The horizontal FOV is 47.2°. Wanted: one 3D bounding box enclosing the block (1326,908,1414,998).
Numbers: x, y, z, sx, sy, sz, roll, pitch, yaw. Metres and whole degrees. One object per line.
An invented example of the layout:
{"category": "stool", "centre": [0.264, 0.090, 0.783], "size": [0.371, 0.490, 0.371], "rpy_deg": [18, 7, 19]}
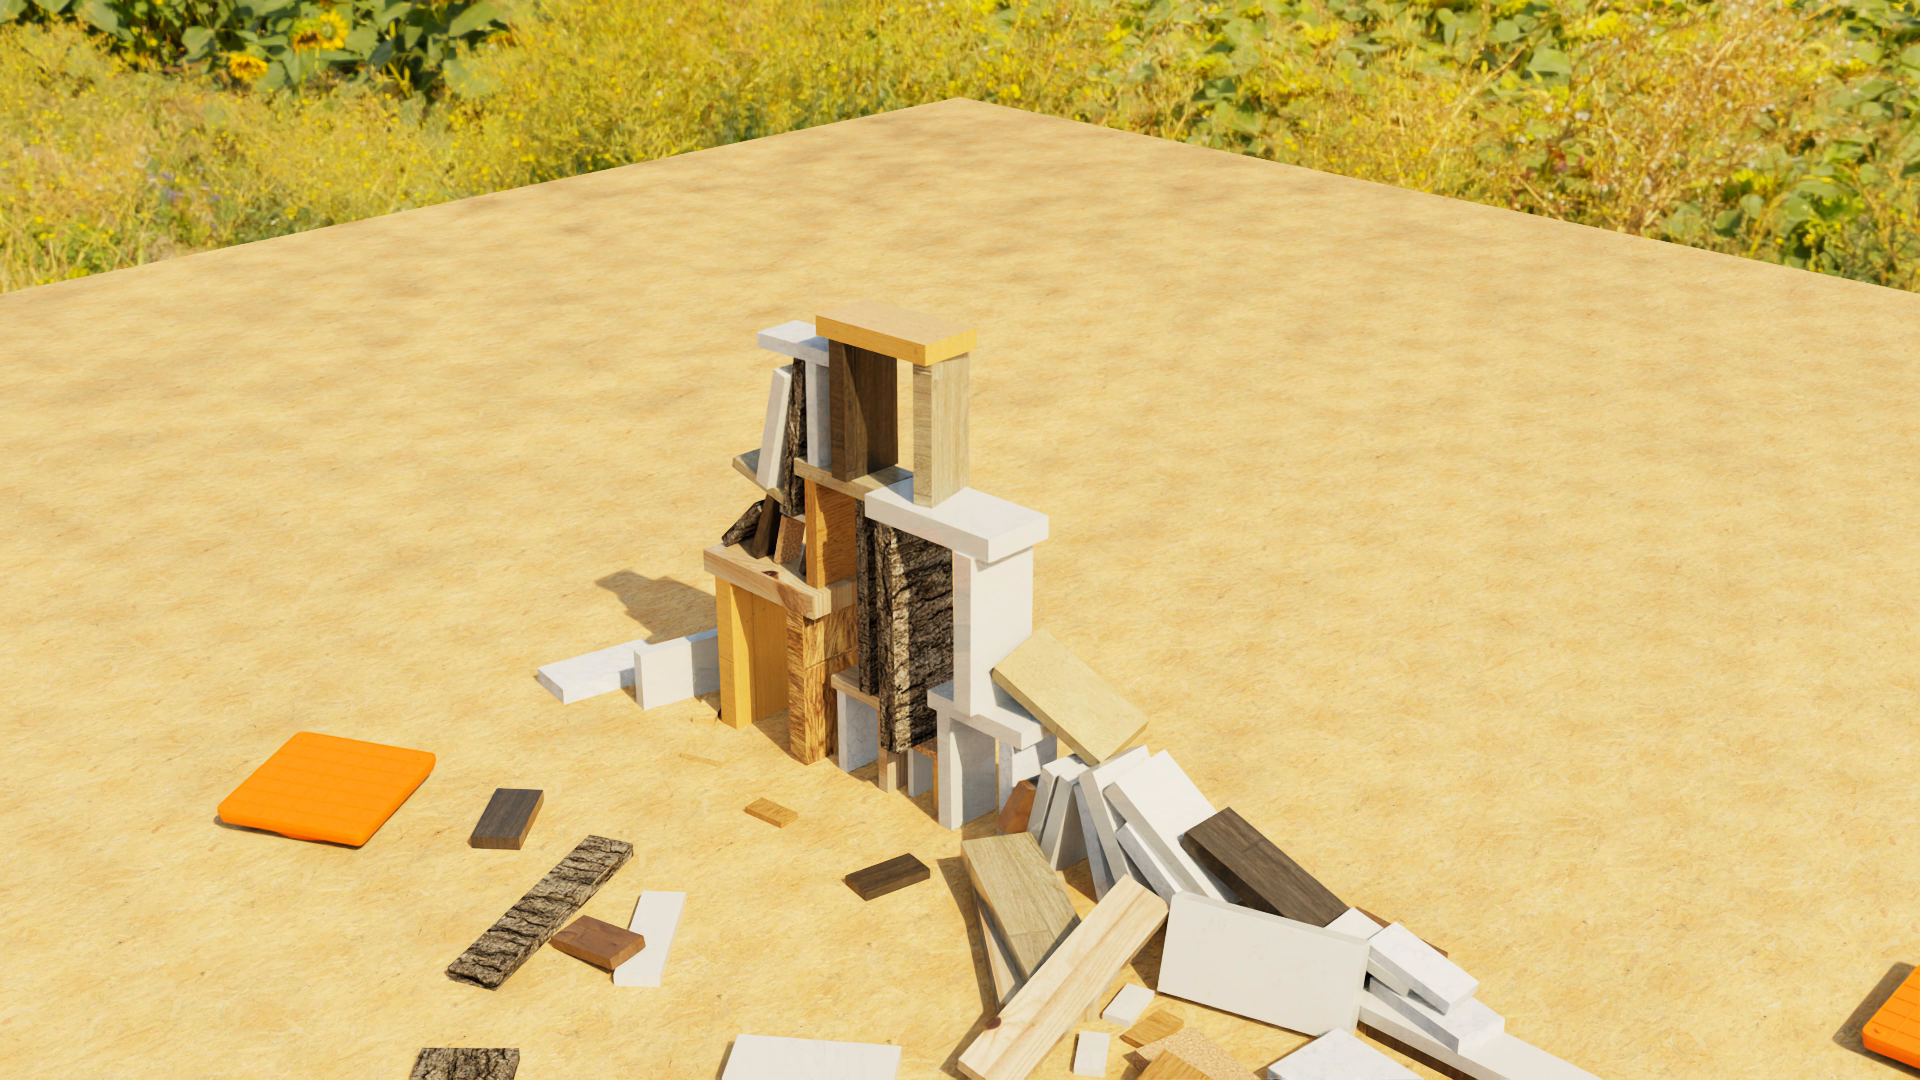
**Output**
{"category": "block", "centre": [0.721, 0.709, 3.786], "size": [0.178, 0.025, 0.089], "rpy_deg": [33, 38, 31]}

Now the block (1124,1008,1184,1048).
{"category": "block", "centre": [0.332, 0.840, 3.763], "size": [0.051, 0.015, 0.103], "rpy_deg": [20, 30, 39]}

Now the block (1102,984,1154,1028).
{"category": "block", "centre": [0.294, 0.811, 3.831], "size": [0.051, 0.015, 0.103], "rpy_deg": [12, 26, 26]}

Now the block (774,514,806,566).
{"category": "block", "centre": [-0.354, -0.008, 4.603], "size": [0.059, 0.118, 0.017], "rpy_deg": [-22, 46, -41]}

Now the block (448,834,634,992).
{"category": "block", "centre": [-0.774, 0.688, 4.104], "size": [0.097, 0.027, 0.494], "rpy_deg": [9, 25, 20]}

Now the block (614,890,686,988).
{"category": "block", "centre": [-0.564, 0.726, 4.019], "size": [0.082, 0.023, 0.277], "rpy_deg": [1, 23, 3]}

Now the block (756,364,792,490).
{"category": "block", "centre": [-0.336, -0.240, 4.493], "size": [0.134, 0.267, 0.038], "rpy_deg": [-20, 45, -39]}

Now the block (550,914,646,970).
{"category": "block", "centre": [-0.655, 0.727, 3.979], "size": [0.164, 0.023, 0.082], "rpy_deg": [9, 29, 40]}

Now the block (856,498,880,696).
{"category": "block", "centre": [-0.153, 0.101, 4.436], "size": [0.118, 0.425, 0.033], "rpy_deg": [-21, 31, -41]}

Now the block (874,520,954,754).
{"category": "block", "centre": [-0.088, 0.175, 4.390], "size": [0.165, 0.493, 0.047], "rpy_deg": [-21, 30, -41]}

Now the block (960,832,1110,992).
{"category": "block", "centre": [0.130, 0.676, 3.991], "size": [0.139, 0.039, 0.488], "rpy_deg": [-6, 24, -13]}

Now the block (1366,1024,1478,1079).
{"category": "block", "centre": [0.998, 0.928, 3.540], "size": [0.764, 0.025, 0.089], "rpy_deg": [21, 31, 40]}

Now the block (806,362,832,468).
{"category": "block", "centre": [-0.255, -0.264, 4.387], "size": [0.031, 0.218, 0.109], "rpy_deg": [21, 31, 40]}

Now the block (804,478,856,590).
{"category": "block", "centre": [-0.260, -0.028, 4.498], "size": [0.118, 0.236, 0.033], "rpy_deg": [-21, 32, -41]}

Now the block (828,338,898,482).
{"category": "block", "centre": [-0.188, -0.270, 4.315], "size": [0.041, 0.287, 0.144], "rpy_deg": [21, 31, 40]}

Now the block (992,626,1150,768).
{"category": "block", "centre": [0.210, 0.303, 4.198], "size": [0.278, 0.039, 0.139], "rpy_deg": [41, 59, 18]}

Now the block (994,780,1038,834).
{"category": "block", "centre": [0.165, 0.516, 4.259], "size": [0.206, 0.103, 0.029], "rpy_deg": [7, 27, -49]}

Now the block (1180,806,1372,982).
{"category": "block", "centre": [0.581, 0.632, 3.902], "size": [0.126, 0.036, 0.404], "rpy_deg": [-22, 50, -41]}

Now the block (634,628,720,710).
{"category": "block", "centre": [-0.476, 0.250, 5.000], "size": [0.558, 0.134, 0.038], "rpy_deg": [-14, 27, -30]}

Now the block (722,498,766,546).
{"category": "block", "centre": [-0.434, -0.043, 4.666], "size": [0.083, 0.024, 0.166], "rpy_deg": [-21, -13, -40]}

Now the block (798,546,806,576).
{"category": "block", "centre": [-0.295, 0.015, 4.549], "size": [0.059, 0.118, 0.017], "rpy_deg": [-22, 52, -42]}

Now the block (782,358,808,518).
{"category": "block", "centre": [-0.298, -0.221, 4.462], "size": [0.031, 0.352, 0.109], "rpy_deg": [30, 36, 36]}

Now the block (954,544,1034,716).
{"category": "block", "centre": [0.064, 0.159, 4.218], "size": [0.165, 0.330, 0.047], "rpy_deg": [-20, 30, -40]}

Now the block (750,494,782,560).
{"category": "block", "centre": [-0.384, -0.040, 4.619], "size": [0.083, 0.167, 0.024], "rpy_deg": [-21, 53, -40]}

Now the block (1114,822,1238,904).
{"category": "block", "centre": [0.431, 0.623, 4.020], "size": [0.151, 0.043, 0.301], "rpy_deg": [-22, 67, -41]}

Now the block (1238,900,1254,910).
{"category": "block", "centre": [0.571, 0.705, 3.904], "size": [0.212, 0.030, 0.106], "rpy_deg": [24, 33, 38]}

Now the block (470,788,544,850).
{"category": "block", "centre": [-0.906, 0.558, 4.409], "size": [0.097, 0.027, 0.193], "rpy_deg": [2, 23, 4]}

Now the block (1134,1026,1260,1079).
{"category": "block", "centre": [0.412, 0.894, 3.607], "size": [0.126, 0.036, 0.251], "rpy_deg": [-14, 27, -30]}

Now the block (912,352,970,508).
{"category": "block", "centre": [-0.035, -0.221, 4.200], "size": [0.041, 0.289, 0.144], "rpy_deg": [13, 26, 27]}

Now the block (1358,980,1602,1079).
{"category": "block", "centre": [0.814, 0.829, 3.704], "size": [0.556, 0.030, 0.106], "rpy_deg": [21, 31, 40]}

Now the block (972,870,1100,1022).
{"category": "block", "centre": [0.131, 0.733, 3.971], "size": [0.173, 0.049, 0.415], "rpy_deg": [-3, 23, -6]}

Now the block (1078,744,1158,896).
{"category": "block", "centre": [0.333, 0.550, 4.098], "size": [0.151, 0.302, 0.043], "rpy_deg": [-22, 3, -41]}

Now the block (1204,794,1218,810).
{"category": "block", "centre": [0.445, 0.562, 4.342], "size": [0.163, 0.073, 0.021], "rpy_deg": [-20, 30, -39]}

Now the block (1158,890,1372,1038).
{"category": "block", "centre": [0.522, 0.736, 3.797], "size": [0.346, 0.173, 0.049], "rpy_deg": [11, 8, 25]}

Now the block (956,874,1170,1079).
{"category": "block", "centre": [0.184, 0.756, 3.739], "size": [0.103, 0.029, 0.487], "rpy_deg": [32, 51, 21]}
